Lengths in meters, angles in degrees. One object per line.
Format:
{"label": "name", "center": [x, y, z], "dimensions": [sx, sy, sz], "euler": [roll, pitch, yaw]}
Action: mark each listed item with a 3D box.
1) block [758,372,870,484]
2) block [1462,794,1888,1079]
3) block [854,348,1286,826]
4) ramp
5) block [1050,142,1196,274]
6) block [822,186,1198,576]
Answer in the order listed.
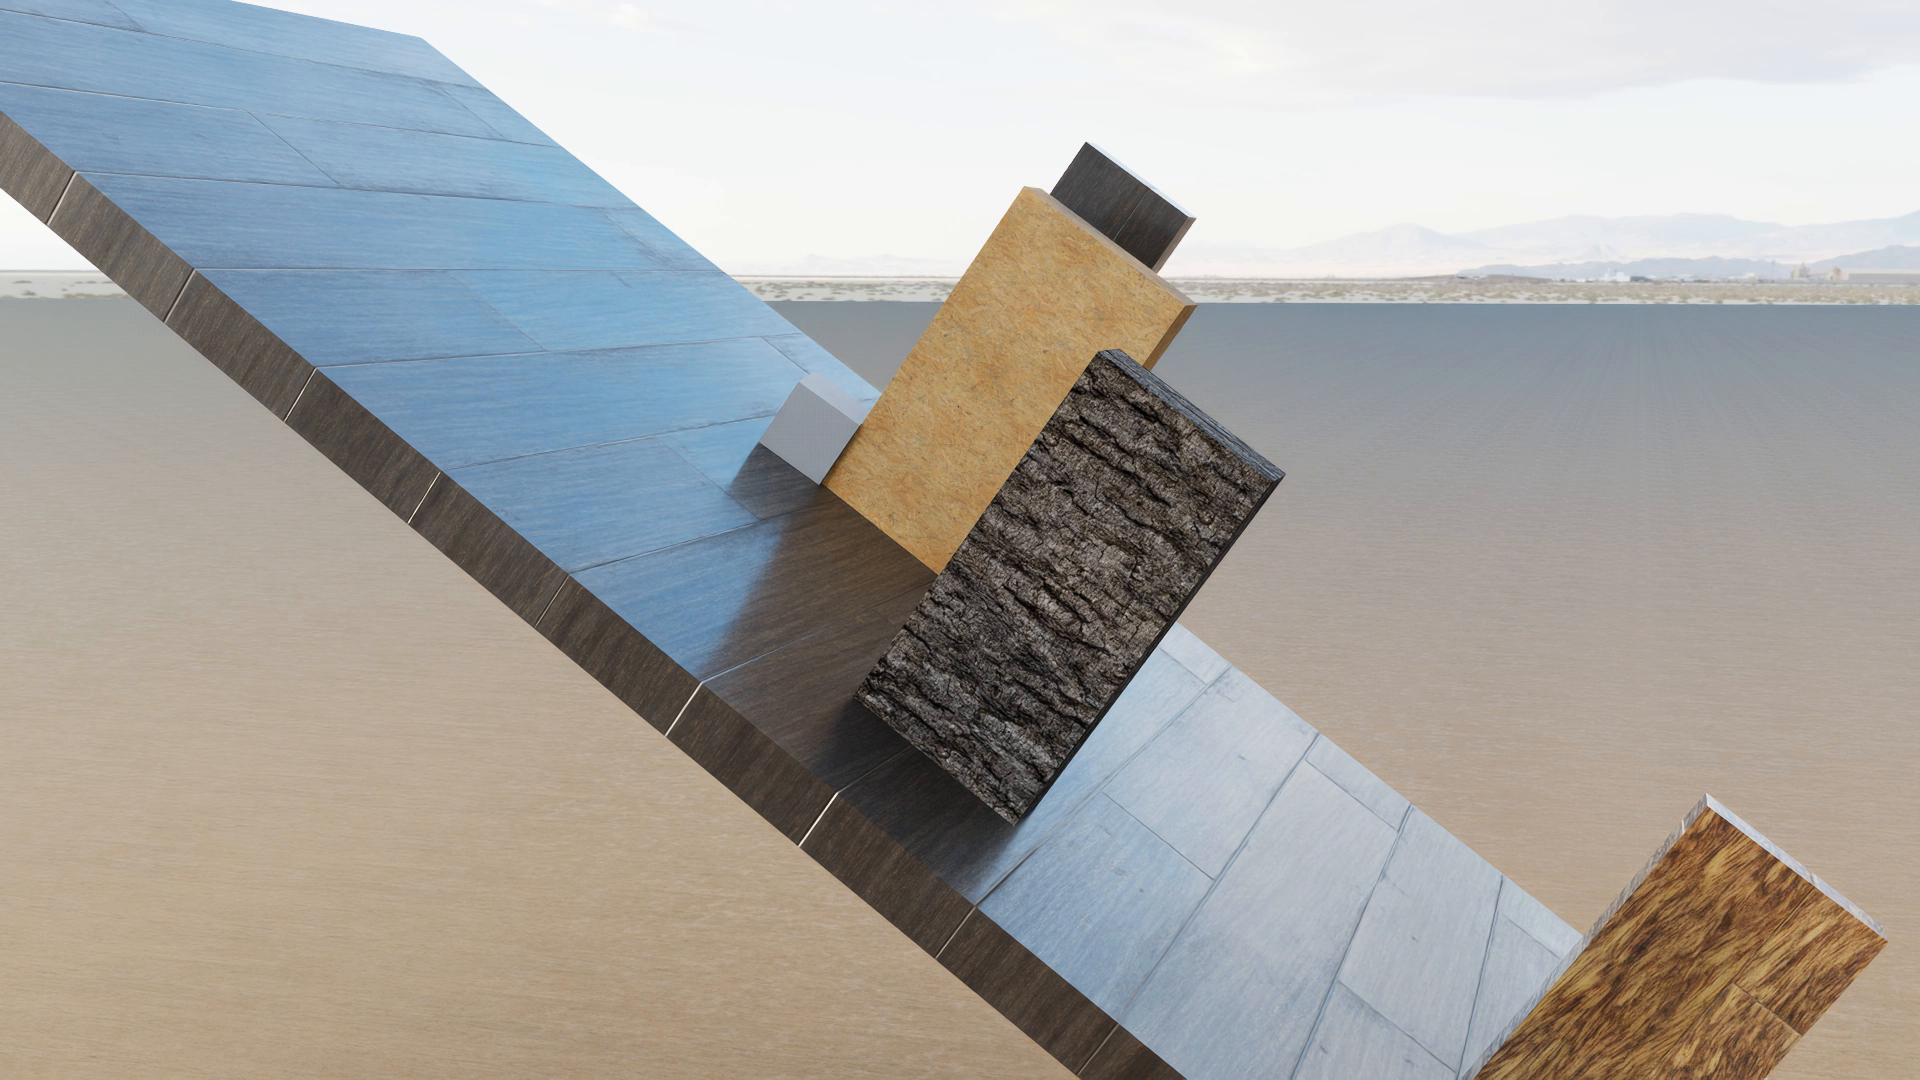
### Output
{"label": "block", "center": [-0.277, -0.219, 4.278], "dimensions": [0.143, 0.143, 0.143], "euler": [36, 15, 1]}
{"label": "block", "center": [1.106, 0.742, 3.448], "dimensions": [0.325, 0.618, 0.091], "euler": [38, 16, 10]}
{"label": "block", "center": [0.163, 0.072, 3.368], "dimensions": [0.320, 0.663, 0.139], "euler": [38, 16, 10]}
{"label": "ramp", "center": [-0.078, 0.145, 4.076], "dimensions": [4.000, 0.100, 2.000], "euler": [38, 16, 10]}
{"label": "block", "center": [0.153, -0.428, 4.595], "dimensions": [0.264, 0.783, 0.090], "euler": [38, 16, 10]}
{"label": "block", "center": [0.089, -0.275, 4.182], "dimensions": [0.375, 0.692, 0.125], "euler": [38, 16, 10]}
